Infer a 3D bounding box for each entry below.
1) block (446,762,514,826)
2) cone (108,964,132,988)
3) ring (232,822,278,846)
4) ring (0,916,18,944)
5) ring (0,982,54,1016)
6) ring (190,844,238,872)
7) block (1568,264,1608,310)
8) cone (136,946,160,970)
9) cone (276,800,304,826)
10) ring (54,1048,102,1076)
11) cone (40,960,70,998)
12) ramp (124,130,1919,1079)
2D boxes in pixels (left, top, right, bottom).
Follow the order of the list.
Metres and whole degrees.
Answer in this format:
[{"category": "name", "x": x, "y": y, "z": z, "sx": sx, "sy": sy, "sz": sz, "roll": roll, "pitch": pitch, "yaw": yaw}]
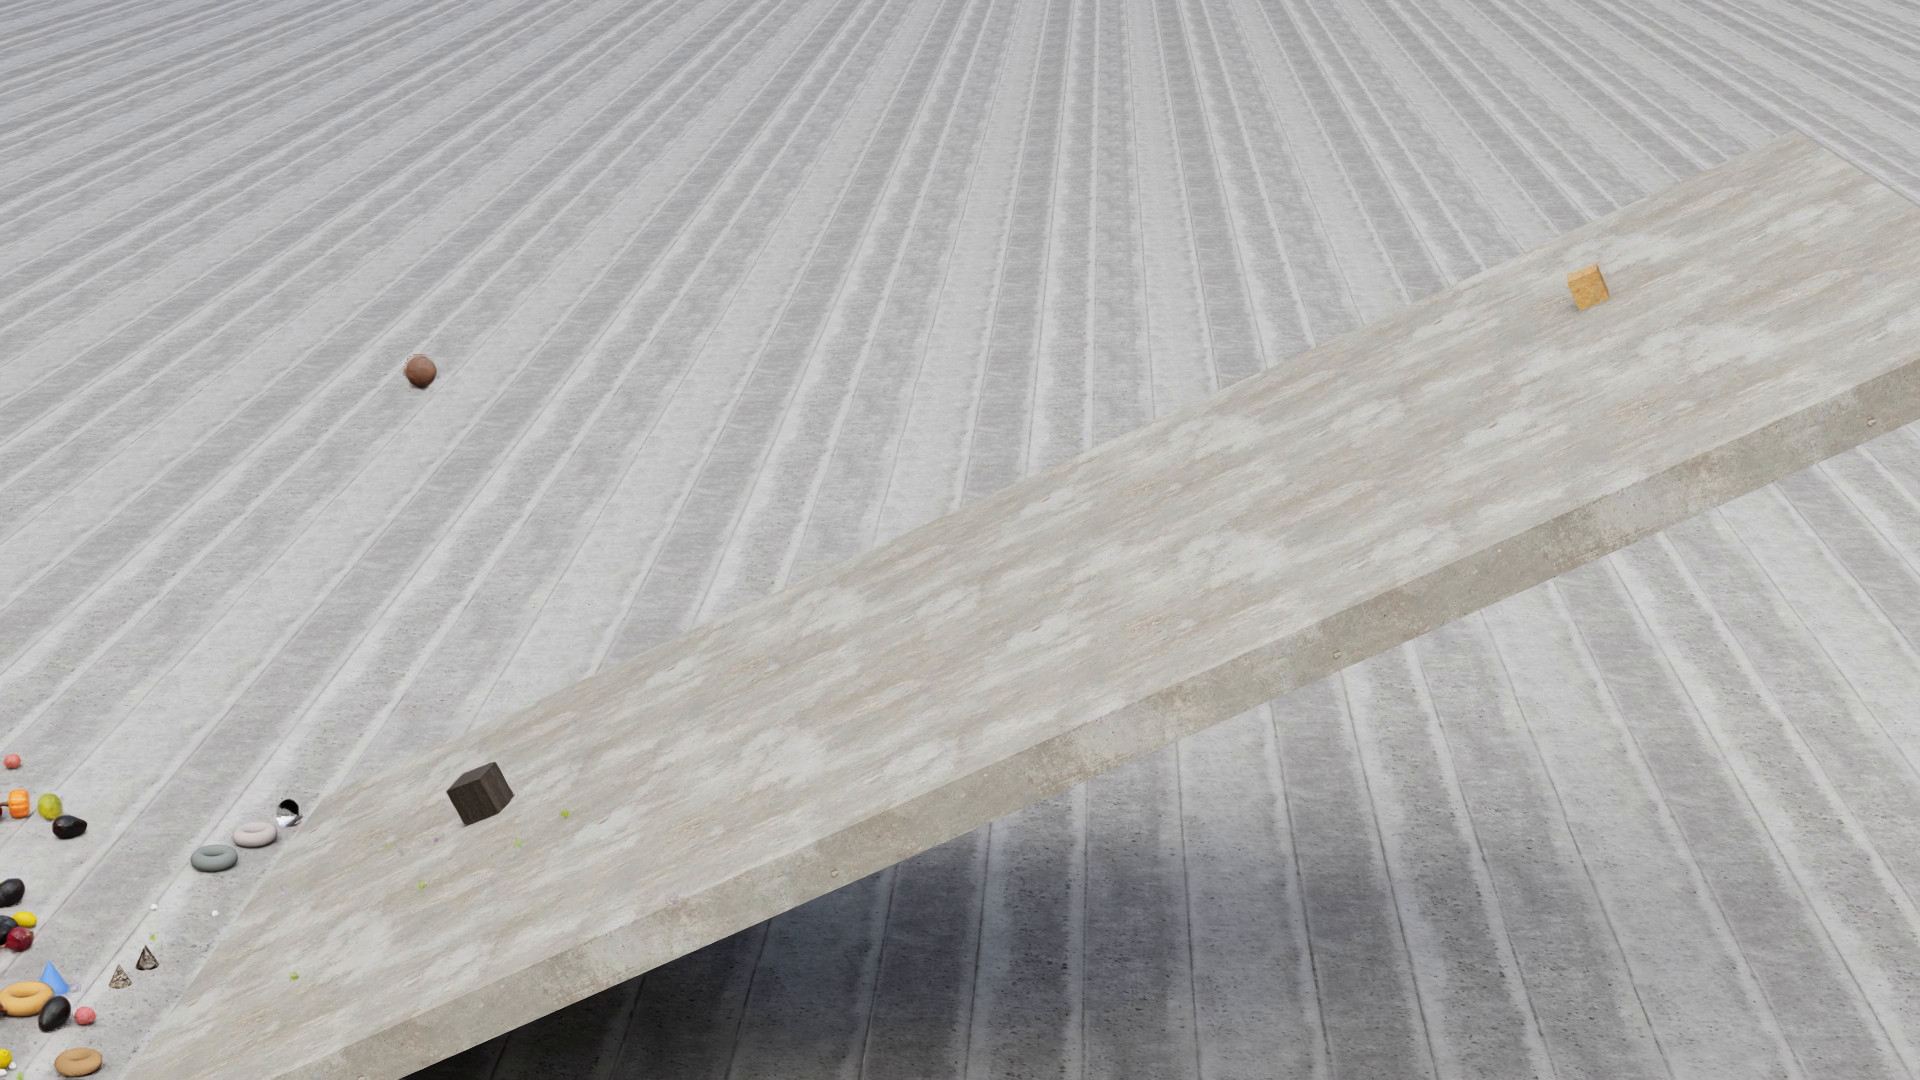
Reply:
[{"category": "block", "x": -1.082, "y": 0.573, "z": 6.637, "sx": 0.093, "sy": 0.093, "sz": 0.093, "roll": -21, "pitch": 14, "yaw": 21}, {"category": "cone", "x": -1.906, "y": 0.983, "z": 6.668, "sx": 0.051, "sy": 0.051, "sz": 0.051, "roll": 0, "pitch": 16, "yaw": 0}, {"category": "ring", "x": -1.798, "y": 0.751, "z": 7.502, "sx": 0.112, "sy": 0.037, "sz": 0.112, "roll": -1, "pitch": 16, "yaw": 0}, {"category": "ring", "x": -2.278, "y": 0.919, "z": 6.908, "sx": 0.131, "sy": 0.044, "sz": 0.131, "roll": 0, "pitch": 15, "yaw": 0}, {"category": "ring", "x": -2.081, "y": 1.022, "z": 6.552, "sx": 0.125, "sy": 0.042, "sz": 0.125, "roll": 0, "pitch": 17, "yaw": 0}, {"category": "ring", "x": -1.863, "y": 0.795, "z": 7.349, "sx": 0.115, "sy": 0.038, "sz": 0.115, "roll": 1, "pitch": 17, "yaw": 0}, {"category": "block", "x": 1.350, "y": -0.545, "z": 6.325, "sx": 0.067, "sy": 0.067, "sz": 0.067, "roll": -22, "pitch": 14, "yaw": 19}, {"category": "cone", "x": -1.871, "y": 0.954, "z": 6.764, "sx": 0.053, "sy": 0.053, "sz": 0.053, "roll": 0, "pitch": 16, "yaw": 0}, {"category": "cone", "x": -1.725, "y": 0.714, "z": 7.641, "sx": 0.072, "sy": 0.072, "sz": 0.072, "roll": 7, "pitch": -9, "yaw": 24}, {"category": "ring", "x": -1.876, "y": 1.111, "z": 6.259, "sx": 0.098, "sy": 0.033, "sz": 0.098, "roll": 1, "pitch": 15, "yaw": 0}, {"category": "cone", "x": -2.050, "y": 0.981, "z": 6.629, "sx": 0.077, "sy": 0.077, "sz": 0.077, "roll": 0, "pitch": 16, "yaw": 0}, {"category": "ramp", "x": 0.137, "y": 0.168, "z": 6.282, "sx": 4.000, "sy": 0.100, "sz": 2.000, "roll": -24, "pitch": 13, "yaw": 9}]
